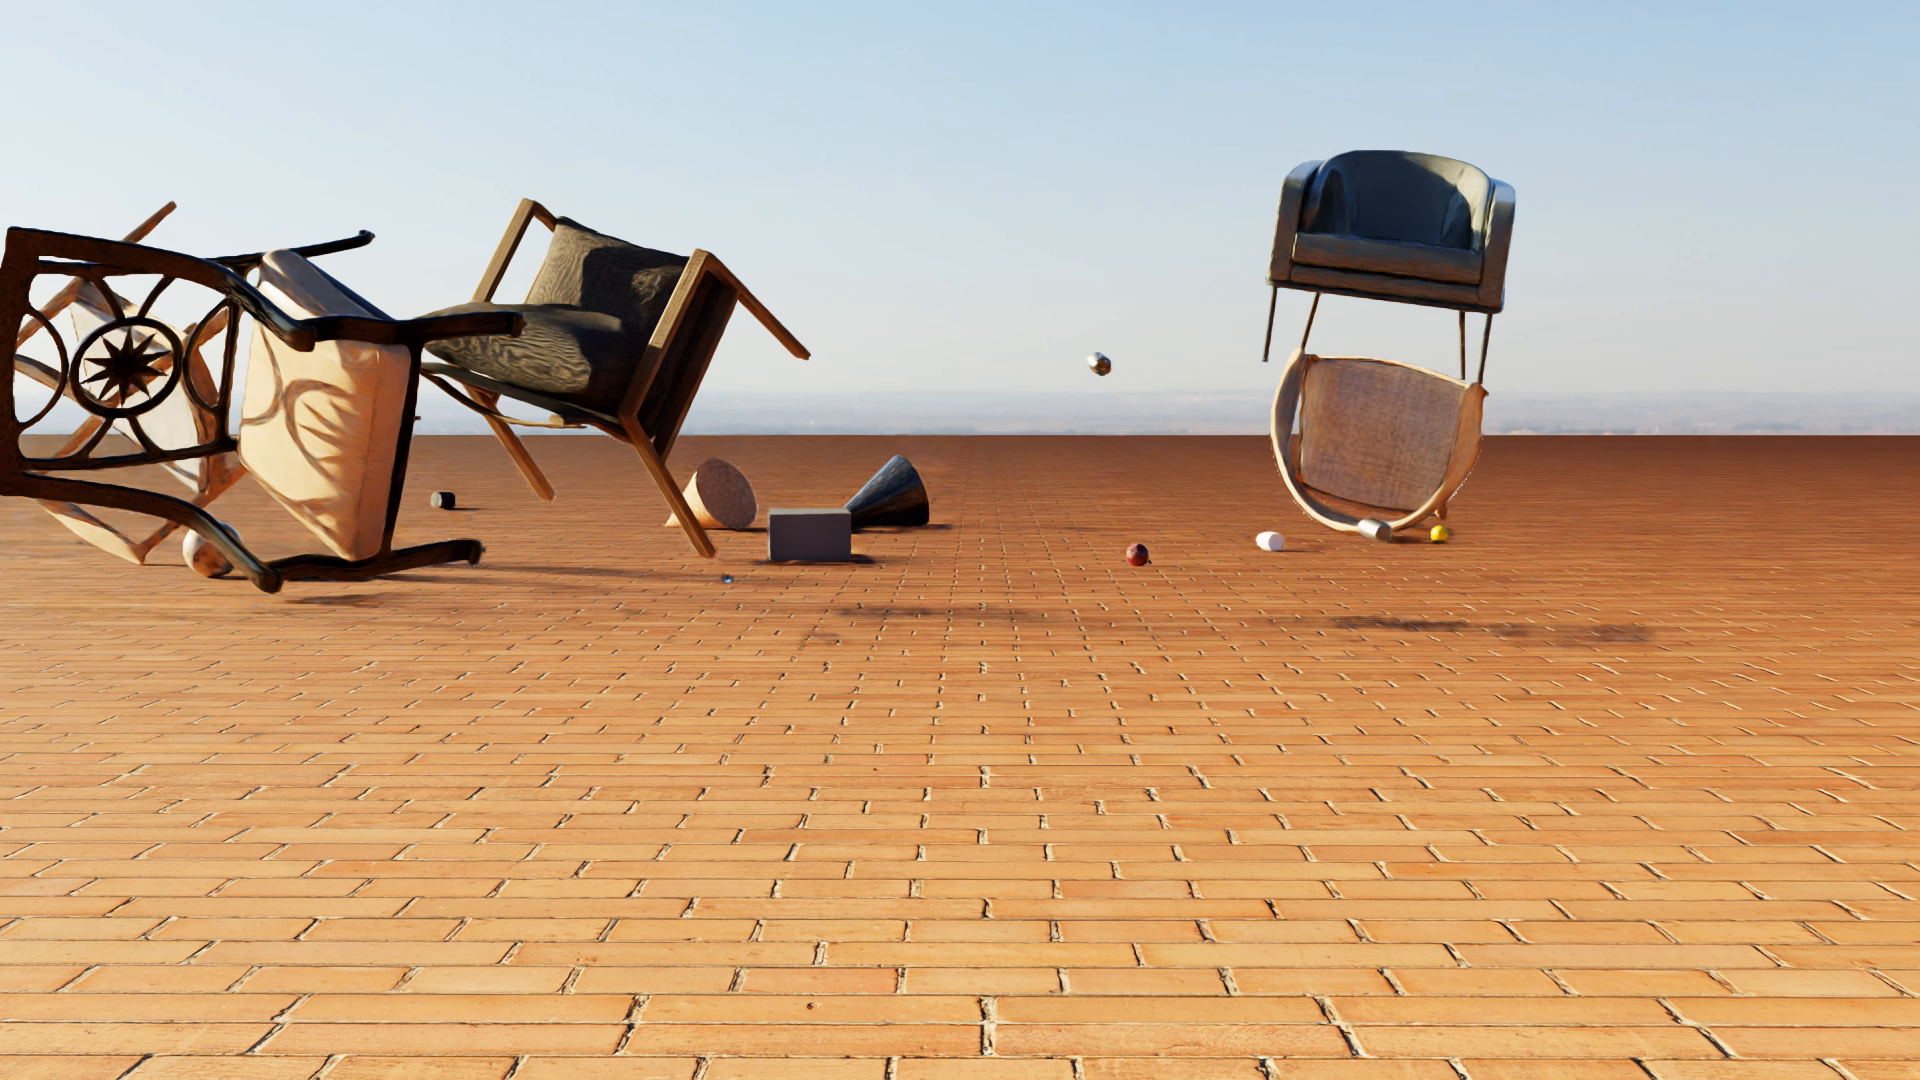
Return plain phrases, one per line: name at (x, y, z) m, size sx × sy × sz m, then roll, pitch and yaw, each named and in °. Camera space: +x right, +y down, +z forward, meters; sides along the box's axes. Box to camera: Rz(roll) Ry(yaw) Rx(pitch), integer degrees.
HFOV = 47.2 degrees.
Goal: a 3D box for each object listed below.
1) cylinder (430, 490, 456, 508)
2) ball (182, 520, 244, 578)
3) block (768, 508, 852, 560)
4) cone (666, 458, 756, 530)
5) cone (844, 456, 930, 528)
cylinder at (-1.944, -0.150, 8.267) m, size 0.069 × 0.064 × 0.064 m, roll -1°, pitch 7°, yaw 42°
ball at (-1.783, 0.020, 5.248) m, size 0.137 × 0.137 × 0.137 m, roll 0°, pitch 4°, yaw 0°
block at (-0.403, -0.016, 5.885) m, size 0.214 × 0.122 × 0.241 m, roll 0°, pitch 4°, yaw -6°
cone at (-0.856, -0.095, 7.106) m, size 0.283 × 0.242 × 0.273 m, roll -25°, pitch -26°, yaw 32°
cone at (-0.303, -0.100, 7.146) m, size 0.325 × 0.246 × 0.278 m, roll -24°, pitch -6°, yaw -20°
